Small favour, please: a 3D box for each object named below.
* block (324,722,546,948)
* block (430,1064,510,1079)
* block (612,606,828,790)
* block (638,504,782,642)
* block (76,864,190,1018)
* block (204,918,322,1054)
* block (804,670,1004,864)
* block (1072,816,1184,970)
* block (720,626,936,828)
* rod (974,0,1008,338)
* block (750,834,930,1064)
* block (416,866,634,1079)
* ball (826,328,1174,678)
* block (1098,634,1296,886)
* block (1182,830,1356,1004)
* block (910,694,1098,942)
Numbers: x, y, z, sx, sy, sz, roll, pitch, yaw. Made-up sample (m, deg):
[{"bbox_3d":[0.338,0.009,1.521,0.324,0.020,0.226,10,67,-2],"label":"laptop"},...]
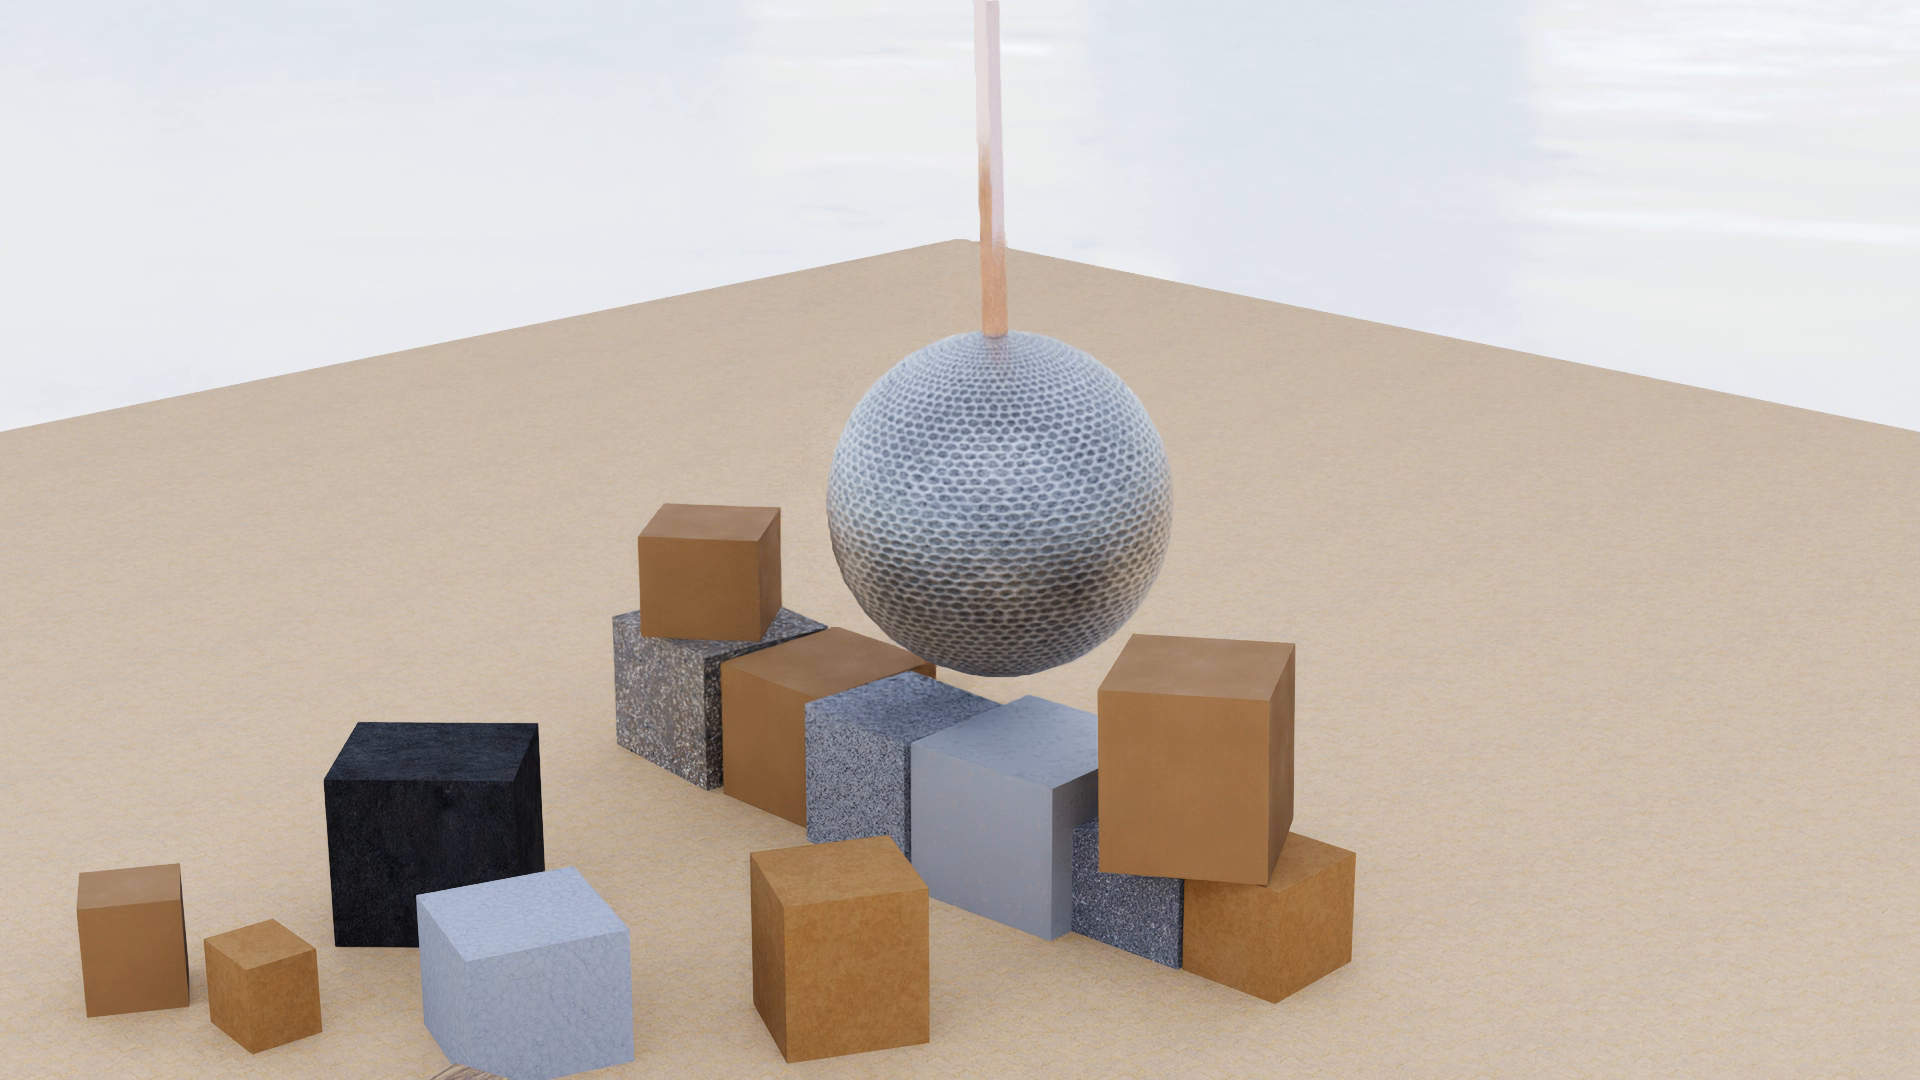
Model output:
[{"bbox_3d":[-2.301,1.293,12.930,0.811,0.780,0.688,0,17,1],"label":"block"},{"bbox_3d":[-1.760,2.235,10.502,0.511,0.438,0.515,10,20,28],"label":"block"},{"bbox_3d":[-1.207,0.739,14.842,0.756,0.691,0.811,-14,22,-37],"label":"block"},{"bbox_3d":[-1.244,0.158,14.669,0.601,0.520,0.570,2,18,7],"label":"block"},{"bbox_3d":[-3.446,1.667,12.232,0.409,0.485,0.382,-4,18,-14],"label":"block"},{"bbox_3d":[-2.840,1.815,11.947,0.309,0.373,0.376,-14,22,-37],"label":"block"},{"bbox_3d":[-0.247,1.096,13.708,0.662,0.689,0.684,-16,23,-41],"label":"block"},{"bbox_3d":[0.898,1.479,12.824,0.586,0.489,0.569,15,23,39],"label":"block"},{"bbox_3d":[-0.637,0.914,14.296,0.765,0.684,0.708,-17,24,-42],"label":"block"},{"bbox_3d":[0.079,-3.380,12.363,0.080,5.200,0.080,17,26,42],"label":"rod"},{"bbox_3d":[-0.492,1.657,11.936,0.594,0.681,0.563,-5,18,-17],"label":"block"},{"bbox_3d":[-1.750,1.759,11.785,0.666,0.576,0.683,-8,19,-25],"label":"block"},{"bbox_3d":[0.183,-0.170,13.480,1.600,1.600,1.600,0,17,0],"label":"ball"},{"bbox_3d":[1.010,0.915,12.410,0.709,0.806,0.752,3,17,14],"label":"block"},{"bbox_3d":[1.314,1.580,12.475,0.489,0.505,0.551,15,23,40],"label":"block"},{"bbox_3d":[0.359,1.235,13.222,0.818,0.716,0.824,15,23,39],"label":"block"}]
